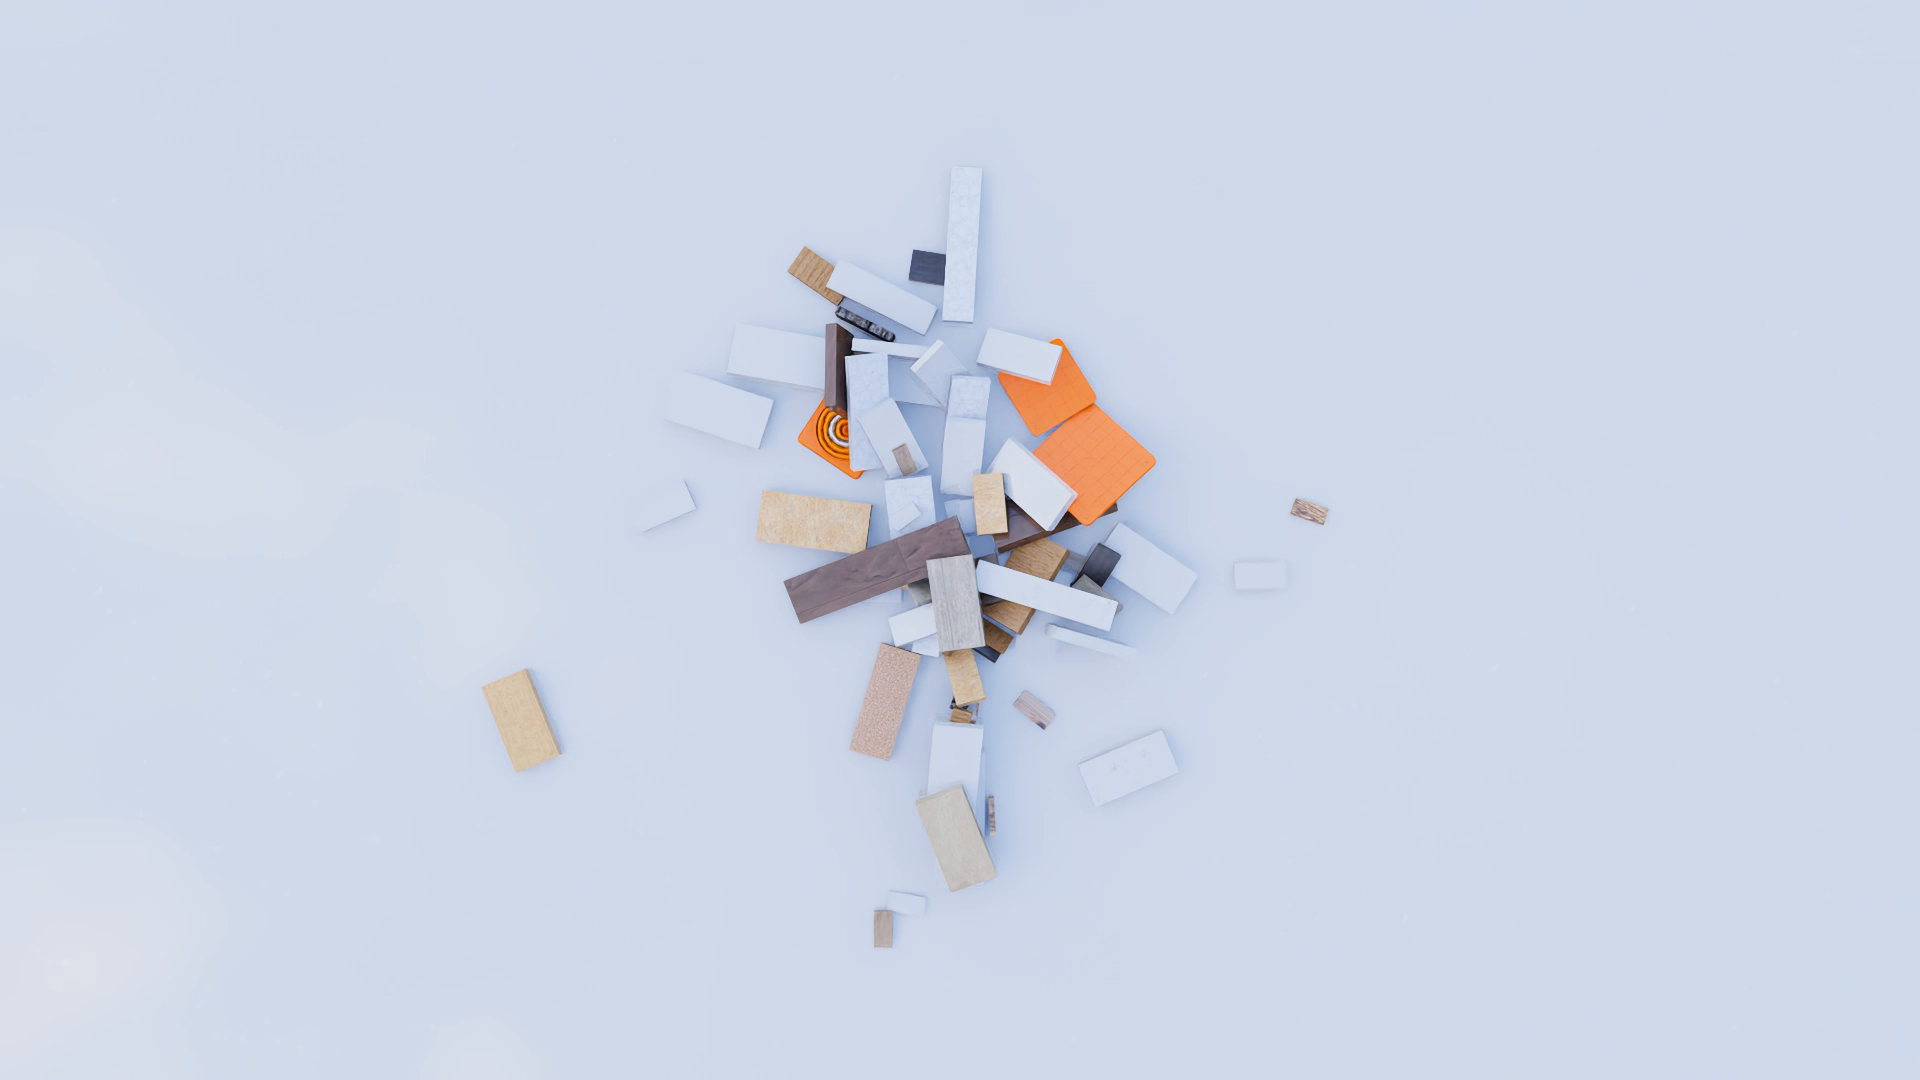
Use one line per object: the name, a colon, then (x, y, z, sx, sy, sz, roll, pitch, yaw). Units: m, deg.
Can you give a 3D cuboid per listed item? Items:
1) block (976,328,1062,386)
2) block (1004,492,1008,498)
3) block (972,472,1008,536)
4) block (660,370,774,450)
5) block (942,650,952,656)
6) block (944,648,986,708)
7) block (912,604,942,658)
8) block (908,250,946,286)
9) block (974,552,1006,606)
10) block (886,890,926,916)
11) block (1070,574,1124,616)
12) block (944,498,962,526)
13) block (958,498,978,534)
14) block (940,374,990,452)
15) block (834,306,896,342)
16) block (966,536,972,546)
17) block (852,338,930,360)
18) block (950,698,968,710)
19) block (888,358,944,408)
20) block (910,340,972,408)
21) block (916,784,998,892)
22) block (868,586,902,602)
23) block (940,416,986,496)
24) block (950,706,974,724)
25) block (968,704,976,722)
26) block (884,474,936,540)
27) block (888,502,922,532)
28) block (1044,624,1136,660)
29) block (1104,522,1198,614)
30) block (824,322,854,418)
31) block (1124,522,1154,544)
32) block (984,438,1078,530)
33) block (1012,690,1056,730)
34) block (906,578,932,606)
block: (0.197, -0.606, 5.442, 0.256, 0.036, 0.128, 17, 78, 12)
block: (0.105, -0.142, 5.480, 0.093, 0.013, 0.046, -26, 90, 0)
block: (0.099, -0.118, 5.406, 0.099, 0.028, 0.198, -6, 83, 7)
block: (-0.803, -0.433, 5.476, 0.338, 0.048, 0.169, 18, 90, 0)
block: (-0.047, 0.279, 5.468, 0.097, 0.028, 0.194, 19, 90, 24)
block: (0.014, 0.449, 5.444, 0.097, 0.028, 0.194, -16, 63, 0)
block: (-0.091, 0.284, 5.456, 0.097, 0.028, 0.194, 10, 87, 24)
block: (-0.064, -0.899, 5.486, 0.203, 0.029, 0.101, 9, 90, 0)
block: (0.098, 0.131, 5.430, 0.081, 0.023, 0.163, -17, 71, 13)
block: (-0.179, 1.209, 5.491, 0.123, 0.017, 0.062, 10, 90, 0)
block: (0.446, 0.197, 5.451, 0.173, 0.024, 0.086, 38, 115, -14)
block: (-0.015, -0.080, 5.492, 0.054, 0.015, 0.108, -13, 90, 0)
block: (0.028, -0.080, 5.478, 0.054, 0.015, 0.108, -11, 90, -3)
block: (0.019, -0.412, 5.418, 0.128, 0.036, 0.256, 3, 115, -12)
block: (-0.313, -0.710, 5.449, 0.205, 0.103, 0.029, 27, 90, 0)
block: (-0.002, 0.031, 5.465, 0.054, 0.015, 0.108, 15, 59, -1)
block: (-0.212, -0.621, 5.430, 0.278, 0.139, 0.039, 7, 90, 0)
block: (0.010, 0.515, 5.449, 0.054, 0.015, 0.109, 20, 78, 10)
block: (-0.180, -0.526, 5.469, 0.278, 0.039, 0.139, 7, 90, -5)
block: (-0.037, -0.521, 5.398, 0.132, 0.037, 0.264, -46, 130, -2)
block: (-0.011, 0.977, 5.396, 0.162, 0.046, 0.324, -20, 100, 5)
block: (-0.251, 0.178, 5.492, 0.113, 0.016, 0.057, 1, 90, 0)
block: (0.009, -0.275, 5.429, 0.128, 0.036, 0.256, 6, 115, 0)
block: (-0.006, 0.619, 5.409, 0.065, 0.018, 0.131, 17, 101, 3)
block: (0.025, 0.547, 5.467, 0.054, 0.015, 0.109, -2, 63, -1)
block: (-0.156, -0.056, 5.448, 0.154, 0.044, 0.308, -6, 102, 0)
block: (-0.181, -0.077, 5.413, 0.100, 0.014, 0.050, -35, 100, 6)
block: (0.428, 0.334, 5.407, 0.278, 0.139, 0.039, 16, 89, -10)
block: (0.612, 0.093, 5.464, 0.318, 0.045, 0.159, 34, 93, -3)
block: (-0.395, -0.556, 5.403, 0.039, 0.139, 0.278, -4, 78, 20)
block: (0.583, -0.004, 5.492, 0.115, 0.016, 0.058, 42, 90, 0)
block: (0.231, -0.183, 5.396, 0.301, 0.043, 0.150, 43, 112, 24)
block: (0.248, 0.565, 5.491, 0.133, 0.019, 0.067, 39, 90, 0)
block: (-0.086, 0.161, 5.437, 0.163, 0.023, 0.081, -17, 58, -25)
